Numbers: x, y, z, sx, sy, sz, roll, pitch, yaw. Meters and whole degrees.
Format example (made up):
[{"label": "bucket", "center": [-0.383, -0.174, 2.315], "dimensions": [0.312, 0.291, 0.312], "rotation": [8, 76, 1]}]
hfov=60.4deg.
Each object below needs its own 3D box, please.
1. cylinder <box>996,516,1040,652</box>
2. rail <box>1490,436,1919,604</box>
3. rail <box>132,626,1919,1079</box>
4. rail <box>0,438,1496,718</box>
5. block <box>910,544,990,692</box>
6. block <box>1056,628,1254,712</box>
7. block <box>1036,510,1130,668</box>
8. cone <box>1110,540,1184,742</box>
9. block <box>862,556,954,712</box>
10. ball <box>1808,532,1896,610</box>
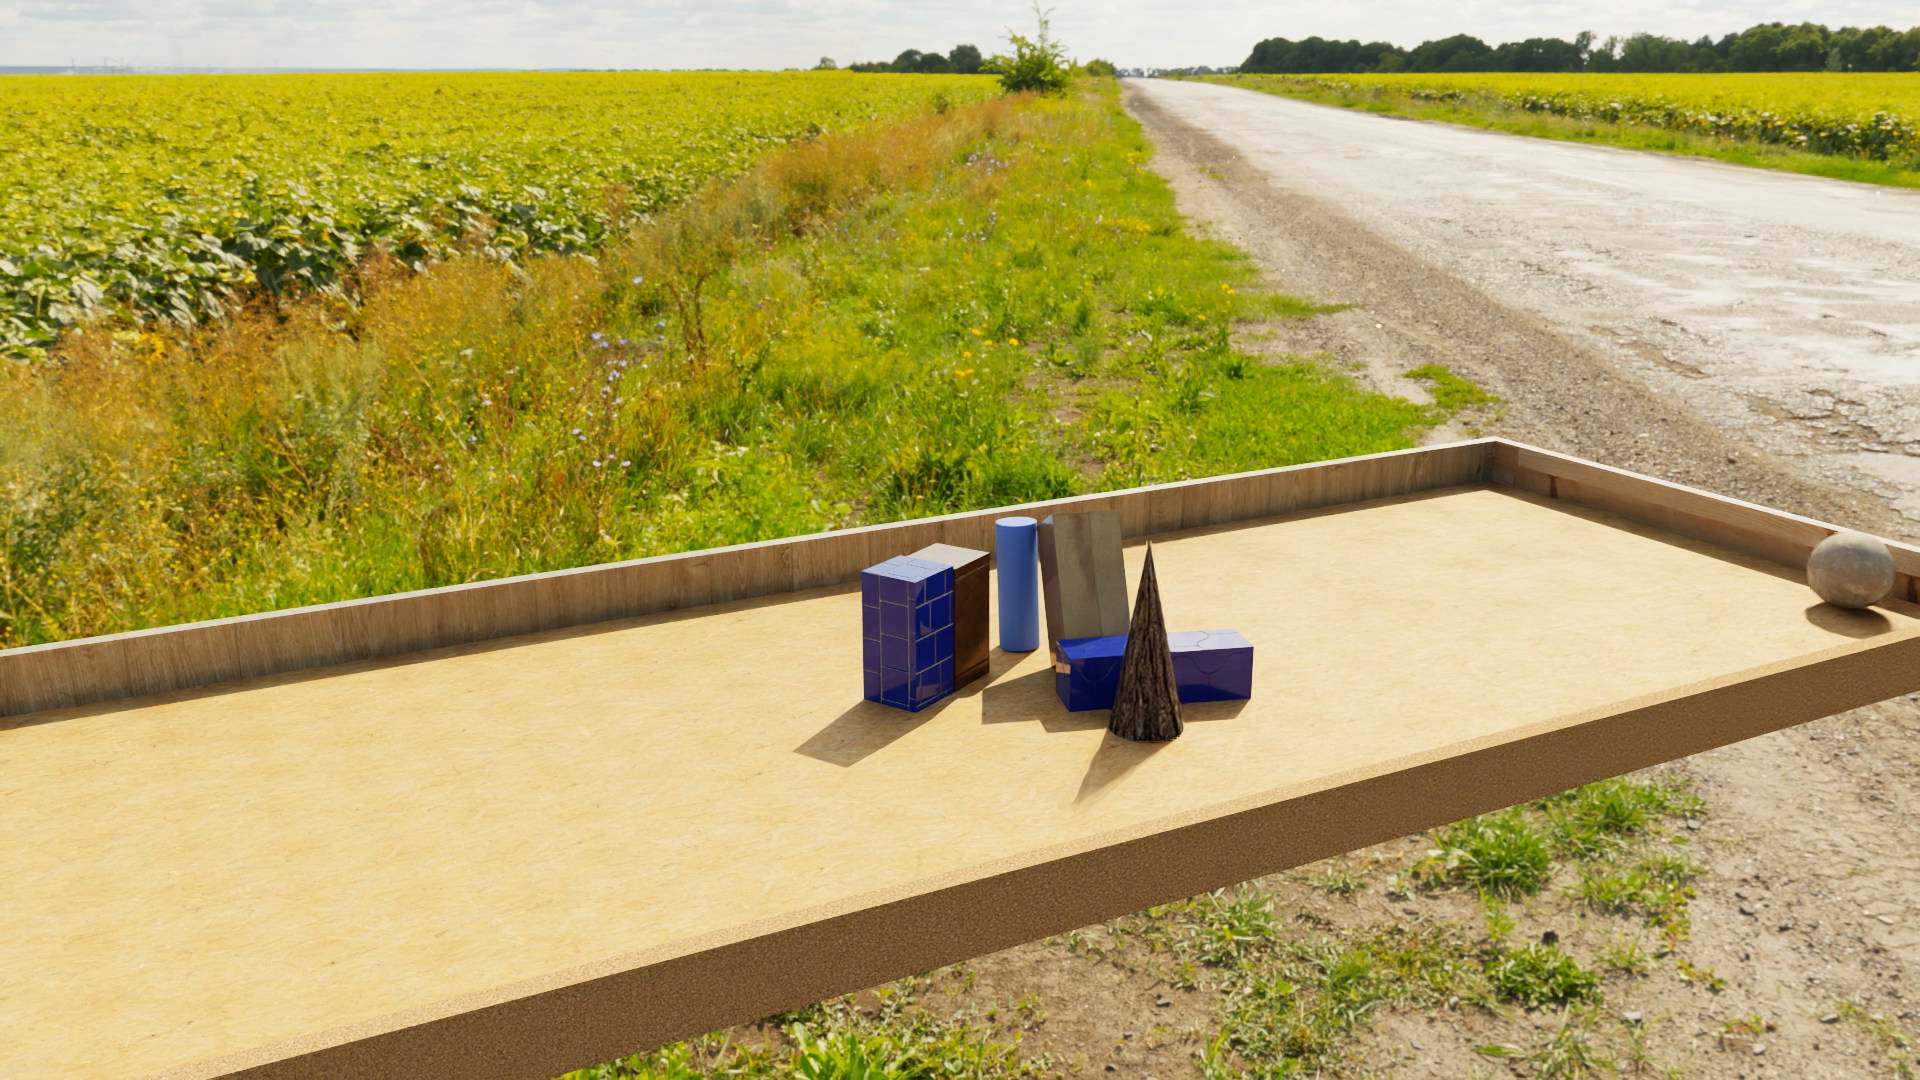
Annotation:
[{"label": "cylinder", "center": [0.153, 0.116, 4.351], "dimensions": [0.108, 0.338, 0.108], "rotation": [-2, 14, 0]}, {"label": "rail", "center": [2.466, -0.048, 5.253], "dimensions": [0.050, 0.150, 2.100], "rotation": [-9, 18, -27]}, {"label": "rail", "center": [-2.336, 1.006, 1.665], "dimensions": [12.000, 0.150, 0.050], "rotation": [-9, 18, -27]}, {"label": "rail", "center": [-3.305, 0.497, 3.399], "dimensions": [12.000, 0.150, 0.050], "rotation": [-9, 18, -27]}, {"label": "block", "center": [-0.035, 0.191, 4.137], "dimensions": [0.159, 0.318, 0.159], "rotation": [10, 20, 31]}, {"label": "block", "center": [0.475, 0.316, 4.039], "dimensions": [0.459, 0.135, 0.135], "rotation": [-3, 17, -10]}, {"label": "block", "center": [0.317, 0.125, 4.208], "dimensions": [0.173, 0.368, 0.173], "rotation": [-3, -10, -11]}, {"label": "cone", "center": [0.432, 0.218, 3.796], "dimensions": [0.174, 0.457, 0.174], "rotation": [-1, 15, 0]}, {"label": "block", "center": [-0.126, 0.226, 4.005], "dimensions": [0.158, 0.328, 0.158], "rotation": [11, 20, 33]}, {"label": "ball", "center": [2.524, 0.087, 4.671], "dimensions": [0.219, 0.219, 0.219], "rotation": [0, 16, 0]}]
